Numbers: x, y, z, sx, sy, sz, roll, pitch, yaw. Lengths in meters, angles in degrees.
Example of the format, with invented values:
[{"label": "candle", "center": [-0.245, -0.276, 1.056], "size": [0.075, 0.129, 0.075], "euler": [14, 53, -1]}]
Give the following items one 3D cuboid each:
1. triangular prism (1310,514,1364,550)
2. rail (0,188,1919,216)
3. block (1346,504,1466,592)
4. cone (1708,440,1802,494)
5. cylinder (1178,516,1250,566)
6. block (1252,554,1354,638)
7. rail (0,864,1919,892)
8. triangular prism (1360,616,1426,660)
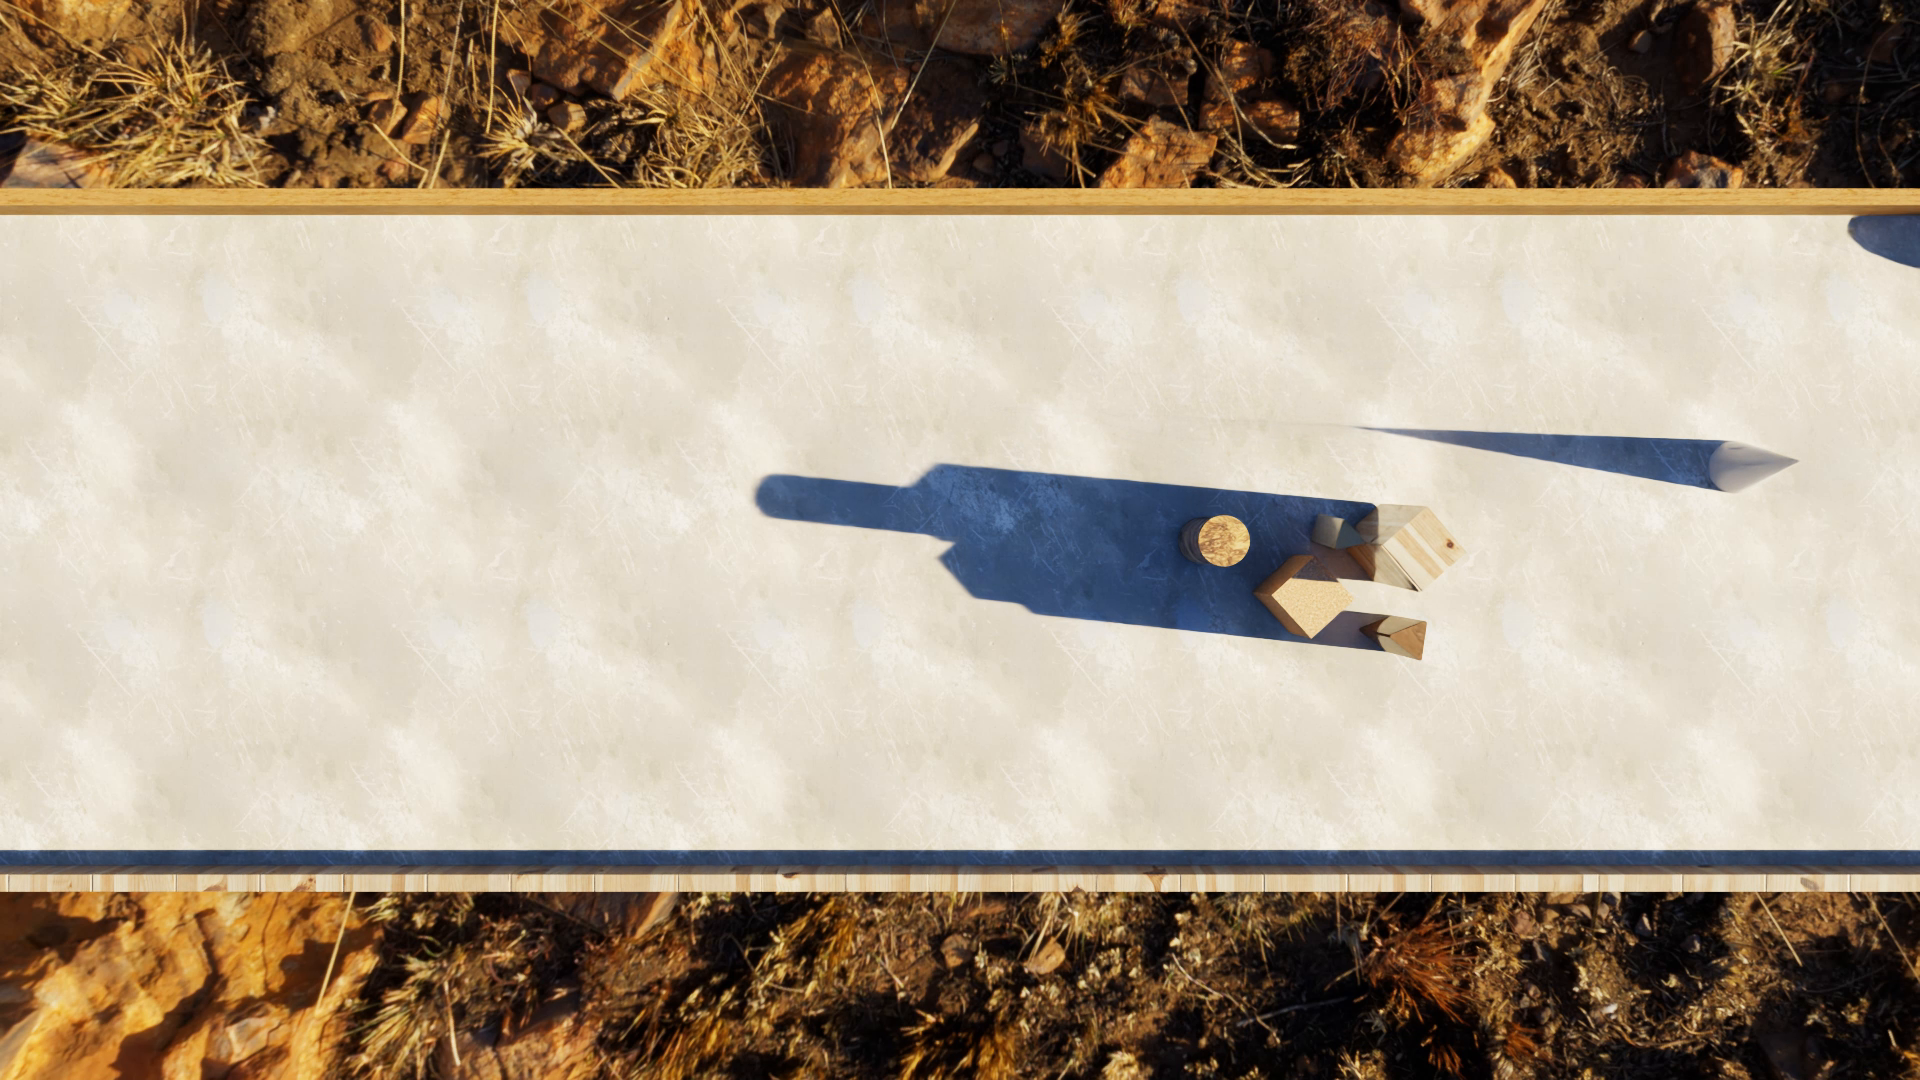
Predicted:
[{"label": "triangular prism", "center": [1.114, -0.032, 4.912], "size": [0.089, 0.323, 0.078], "euler": [-12, 94, 0]}, {"label": "rail", "center": [-2.247, -1.025, 5.002], "size": [12.000, 0.150, 0.050], "euler": [0, 90, 0]}, {"label": "block", "center": [1.291, 0.017, 4.844], "size": [0.171, 0.456, 0.171], "euler": [-41, 93, 0]}, {"label": "cone", "center": [2.385, -0.224, 4.876], "size": [0.164, 0.401, 0.164], "euler": [0, 90, 0]}, {"label": "cylinder", "center": [0.743, 0.002, 4.857], "size": [0.144, 0.440, 0.144], "euler": [0, 90, 0]}, {"label": "block", "center": [1.018, 0.164, 4.913], "size": [0.170, 0.326, 0.170], "euler": [-42, 90, 0]}, {"label": "rail", "center": [-2.247, 1.025, 5.001], "size": [12.000, 0.150, 0.050], "euler": [0, 90, 0]}, {"label": "triangular prism", "center": [1.302, 0.271, 4.894], "size": [0.112, 0.366, 0.097], "euler": [38, 90, 0]}]
